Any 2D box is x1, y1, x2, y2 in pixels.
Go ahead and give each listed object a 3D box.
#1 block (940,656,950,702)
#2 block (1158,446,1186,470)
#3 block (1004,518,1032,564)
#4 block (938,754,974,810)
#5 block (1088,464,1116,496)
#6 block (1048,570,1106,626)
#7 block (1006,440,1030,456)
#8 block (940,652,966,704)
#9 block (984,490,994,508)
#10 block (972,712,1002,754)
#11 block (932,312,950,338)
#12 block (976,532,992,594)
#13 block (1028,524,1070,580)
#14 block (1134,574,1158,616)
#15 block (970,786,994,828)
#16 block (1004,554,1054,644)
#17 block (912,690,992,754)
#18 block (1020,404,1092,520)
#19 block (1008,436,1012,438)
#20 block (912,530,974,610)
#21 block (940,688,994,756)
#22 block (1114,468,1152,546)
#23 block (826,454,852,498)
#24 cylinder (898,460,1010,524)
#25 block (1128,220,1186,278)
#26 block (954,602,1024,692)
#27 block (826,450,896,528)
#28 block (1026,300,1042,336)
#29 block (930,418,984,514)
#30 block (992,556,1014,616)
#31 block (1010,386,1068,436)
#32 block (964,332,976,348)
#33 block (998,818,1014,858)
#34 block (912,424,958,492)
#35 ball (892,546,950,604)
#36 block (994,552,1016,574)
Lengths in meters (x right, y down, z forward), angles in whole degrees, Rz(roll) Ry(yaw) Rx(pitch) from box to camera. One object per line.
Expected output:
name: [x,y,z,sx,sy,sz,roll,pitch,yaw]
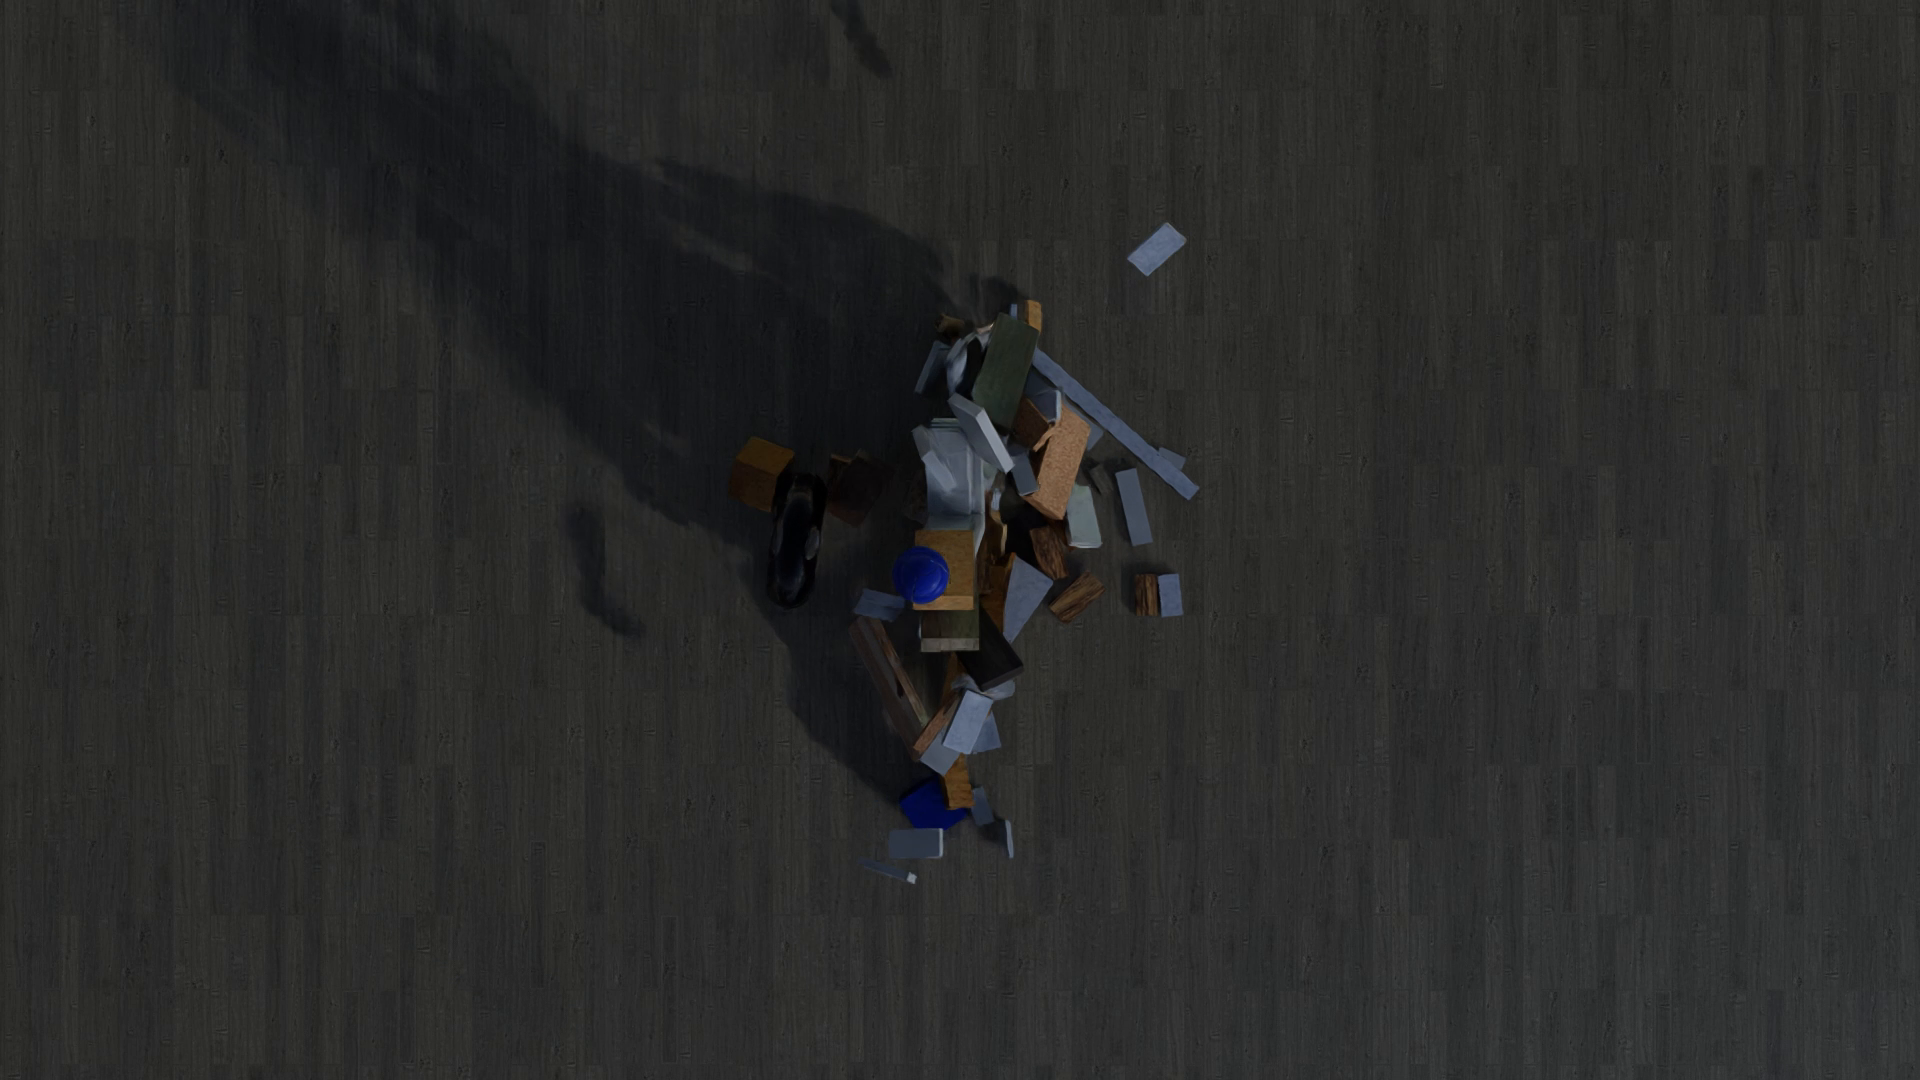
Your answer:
block: [-0.008,0.476,5.395,0.101,0.029,0.202,0,65,7]
block: [0.700,-0.270,5.493,0.095,0.013,0.047,24,90,0]
block: [0.176,0.025,5.481,0.091,0.026,0.182,-17,91,5]
block: [-0.020,0.773,5.353,0.099,0.028,0.198,3,66,-38]
block: [0.471,-0.199,5.493,0.049,0.014,0.098,-30,90,0]
block: [0.388,0.191,5.487,0.182,0.026,0.091,-42,90,0]
block: [0.181,-0.297,5.485,0.098,0.014,0.049,21,91,1]
block: [0.008,0.446,5.343,0.101,0.029,0.202,10,83,12]
block: [-0.020,-0.011,5.070,0.165,0.047,0.330,13,102,-9]
block: [0.065,0.600,5.468,0.099,0.028,0.198,-14,89,0]
block: [-0.048,-0.708,5.445,0.016,0.112,0.056,39,93,24]
block: [0.034,0.065,4.936,0.104,0.029,0.208,-7,64,0]
block: [0.295,0.043,5.482,0.091,0.026,0.182,-15,93,0]
block: [0.619,0.182,5.490,0.070,0.020,0.140,-2,90,0]
block: [0.066,0.887,5.491,0.061,0.017,0.122,-18,90,0]
block: [0.145,0.226,5.451,0.169,0.048,0.338,35,93,-2]
block: [-0.024,0.575,5.066,0.132,0.037,0.265,31,122,-5]
block: [0.313,-0.255,5.354,0.169,0.048,0.338,34,67,-41]
block: [0.126,-0.369,5.470,0.098,0.014,0.049,10,88,-6]
block: [-0.047,0.082,4.654,0.166,0.331,0.047,0,123,0]
block: [0.020,0.528,4.797,0.089,0.025,0.178,22,94,-18]
block: [0.579,-0.109,5.490,0.070,0.020,0.251,-13,90,0]
block: [-0.391,-0.195,5.427,0.091,0.026,0.183,15,131,4]
cylinder: [-0.012,-0.162,5.356,0.289,0.289,0.289,24,90,0]
block: [0.611,-0.903,5.121,0.086,0.024,0.173,42,127,-12]
block: [0.059,0.303,4.717,0.135,0.038,0.269,-24,51,-14]
block: [-0.333,-0.165,5.385,0.136,0.039,0.273,32,131,-6]
block: [0.244,-0.737,5.458,0.055,0.016,0.110,15,63,-33]
block: [-0.006,-0.214,4.923,0.148,0.042,0.295,2,110,11]
block: [0.062,0.208,5.404,0.169,0.048,0.338,11,92,5]
block: [0.245,-0.425,5.452,0.222,0.031,0.111,-16,83,-2]
block: [0.005,-0.633,5.410,0.023,0.161,0.081,43,114,-3]
block: [0.151,0.988,5.469,0.017,0.061,0.122,-6,90,-25]
block: [-0.074,-0.236,4.712,0.036,0.256,0.128,-35,112,6]
ball: [-0.099,0.088,4.121,0.144,0.144,0.144,0,90,0]
block: [0.134,0.076,5.124,0.017,0.117,0.059,29,66,-15]
